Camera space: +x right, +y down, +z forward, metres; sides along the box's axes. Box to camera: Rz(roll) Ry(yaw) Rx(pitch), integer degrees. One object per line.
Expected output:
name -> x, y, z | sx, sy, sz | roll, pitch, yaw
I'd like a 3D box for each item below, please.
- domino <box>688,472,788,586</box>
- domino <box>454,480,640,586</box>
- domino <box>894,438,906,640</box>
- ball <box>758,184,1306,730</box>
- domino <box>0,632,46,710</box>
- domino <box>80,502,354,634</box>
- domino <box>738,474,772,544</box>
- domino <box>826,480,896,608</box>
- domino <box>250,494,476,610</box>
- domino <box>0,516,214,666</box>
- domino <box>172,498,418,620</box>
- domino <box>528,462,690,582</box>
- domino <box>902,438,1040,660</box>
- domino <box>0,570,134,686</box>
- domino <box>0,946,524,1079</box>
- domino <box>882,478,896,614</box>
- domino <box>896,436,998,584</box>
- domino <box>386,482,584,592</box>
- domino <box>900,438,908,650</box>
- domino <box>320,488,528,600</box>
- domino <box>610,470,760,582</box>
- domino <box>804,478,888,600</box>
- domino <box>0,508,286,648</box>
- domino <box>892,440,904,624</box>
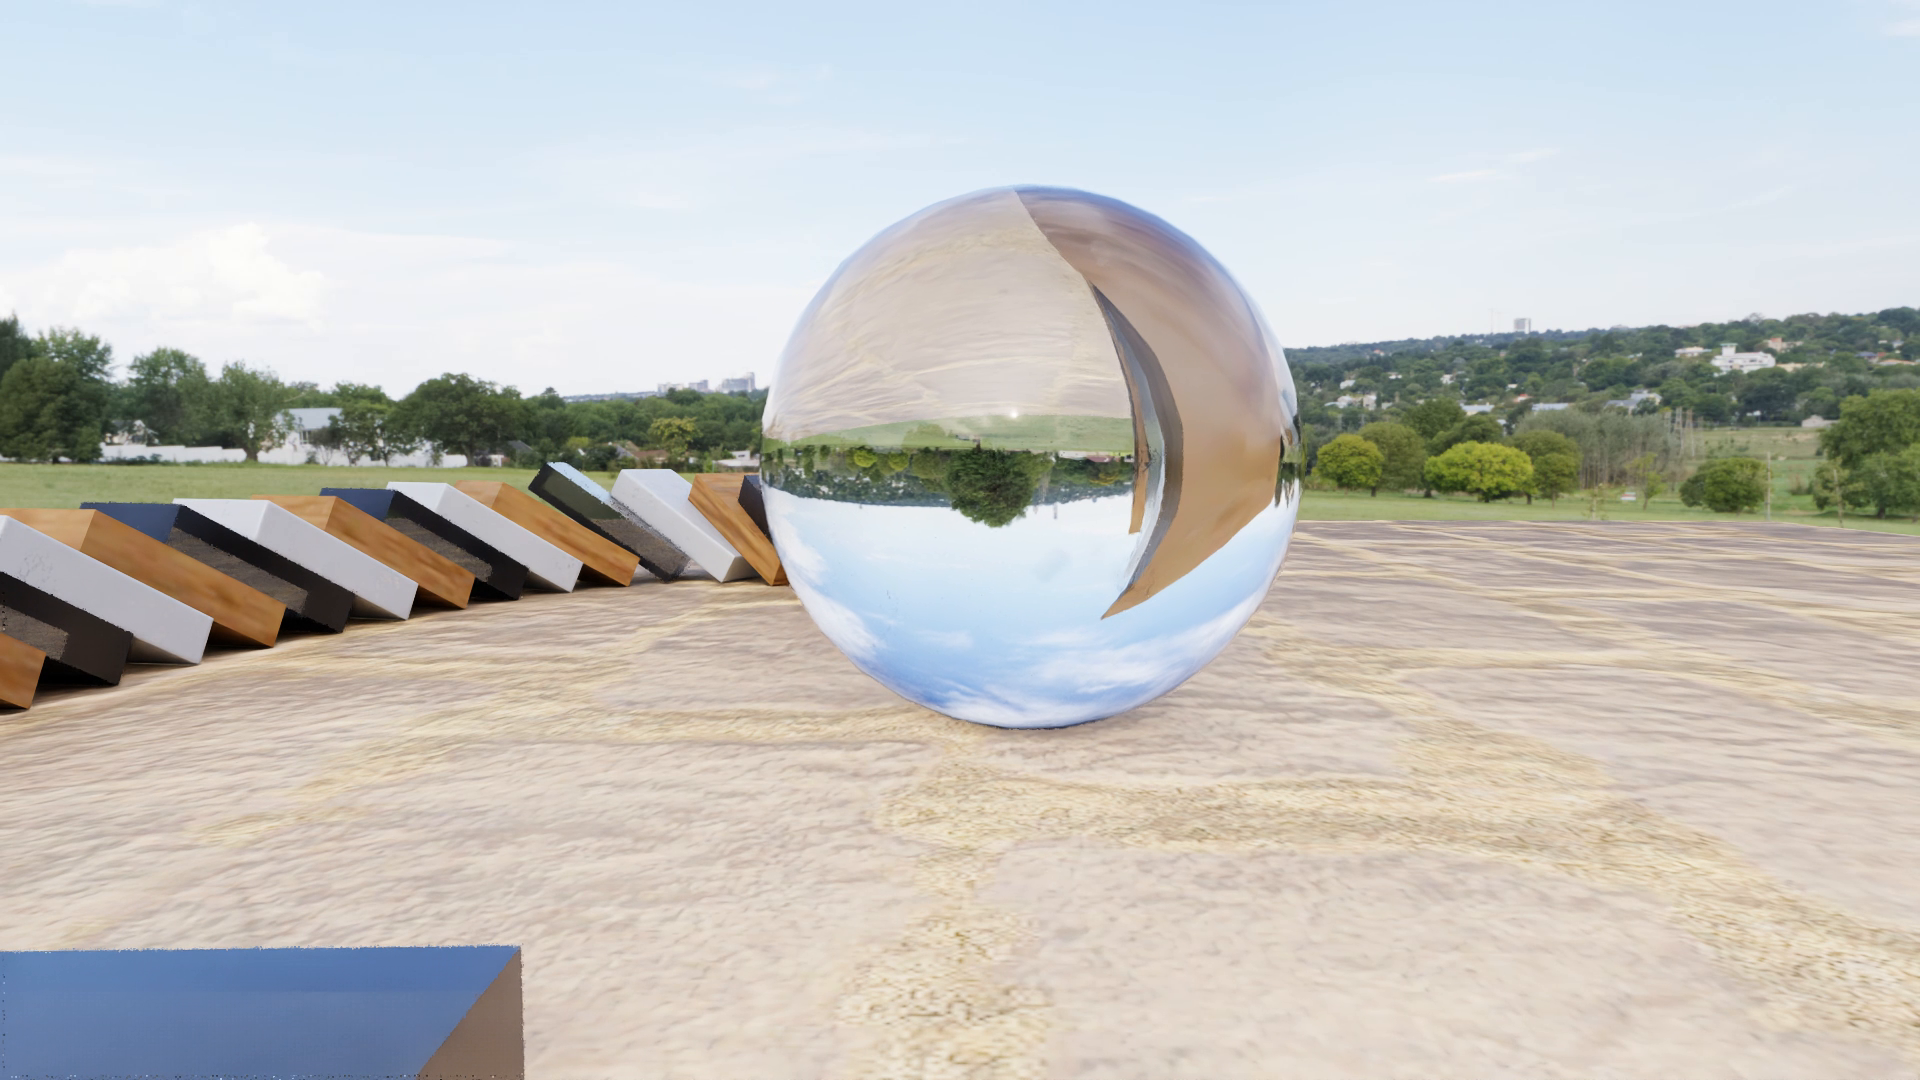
domino -> -0.061, -0.004, 0.404 | 0.025, 0.009, 0.050 | -4, 36, -46
domino -> -0.121, -0.002, 0.374 | 0.025, 0.009, 0.050 | 4, -23, 41
domino -> -0.002, -0.001, 0.291 | 0.025, 0.050, 0.010 | 0, -37, -4
ball -> 0.010, -0.012, 0.192 | 0.080, 0.080, 0.080 | 0, 4, 0
domino -> -0.162, 0.013, 0.184 | 0.025, 0.009, 0.050 | 0, -23, 2
domino -> -0.157, 0.007, 0.272 | 0.025, 0.009, 0.050 | 1, -22, 16
domino -> -0.045, -0.003, 0.390 | 0.025, 0.009, 0.050 | -3, 35, -37
domino -> -0.019, 0.000, 0.355 | 0.025, 0.009, 0.050 | -1, 33, -19
domino -> -0.146, 0.004, 0.314 | 0.025, 0.009, 0.050 | 2, -22, 19
domino -> -0.162, 0.010, 0.228 | 0.025, 0.010, 0.050 | 1, -23, 8
domino -> -0.151, 0.005, 0.292 | 0.025, 0.009, 0.050 | 1, -22, 16
domino -> -0.108, -0.006, 0.400 | 0.050, 0.009, 0.025 | 35, 1, -5
domino -> 0.001, 0.001, 0.266 | 0.025, 0.050, 0.010 | 0, -37, -4
domino -> -0.163, 0.012, 0.206 | 0.025, 0.009, 0.050 | 0, -23, 5
domino -> -0.054, 0.032, 0.072 | 0.050, 0.009, 0.025 | 0, 4, -2
domino -> -0.008, 0.001, 0.335 | 0.025, 0.009, 0.050 | 1, 33, -4
domino -> -0.002, -0.002, 0.304 | 0.025, 0.050, 0.010 | -2, -37, -5
domino -> -0.132, 0.000, 0.355 | 0.025, 0.010, 0.050 | 3, -24, 33
domino -> 0.000, 0.000, 0.278 | 0.025, 0.050, 0.009 | 0, -37, -4
domino -> -0.140, 0.002, 0.335 | 0.025, 0.009, 0.050 | 2, -23, 24
domino -> -0.085, -0.005, 0.409 | 0.050, 0.009, 0.025 | 35, 17, 19
domino -> -0.028, -0.001, 0.373 | 0.025, 0.009, 0.050 | -1, 33, -19
domino -> -0.160, 0.008, 0.250 | 0.025, 0.009, 0.050 | 1, -22, 13
domino -> -0.004, -0.003, 0.316 | 0.025, 0.050, 0.010 | 0, -37, -4
